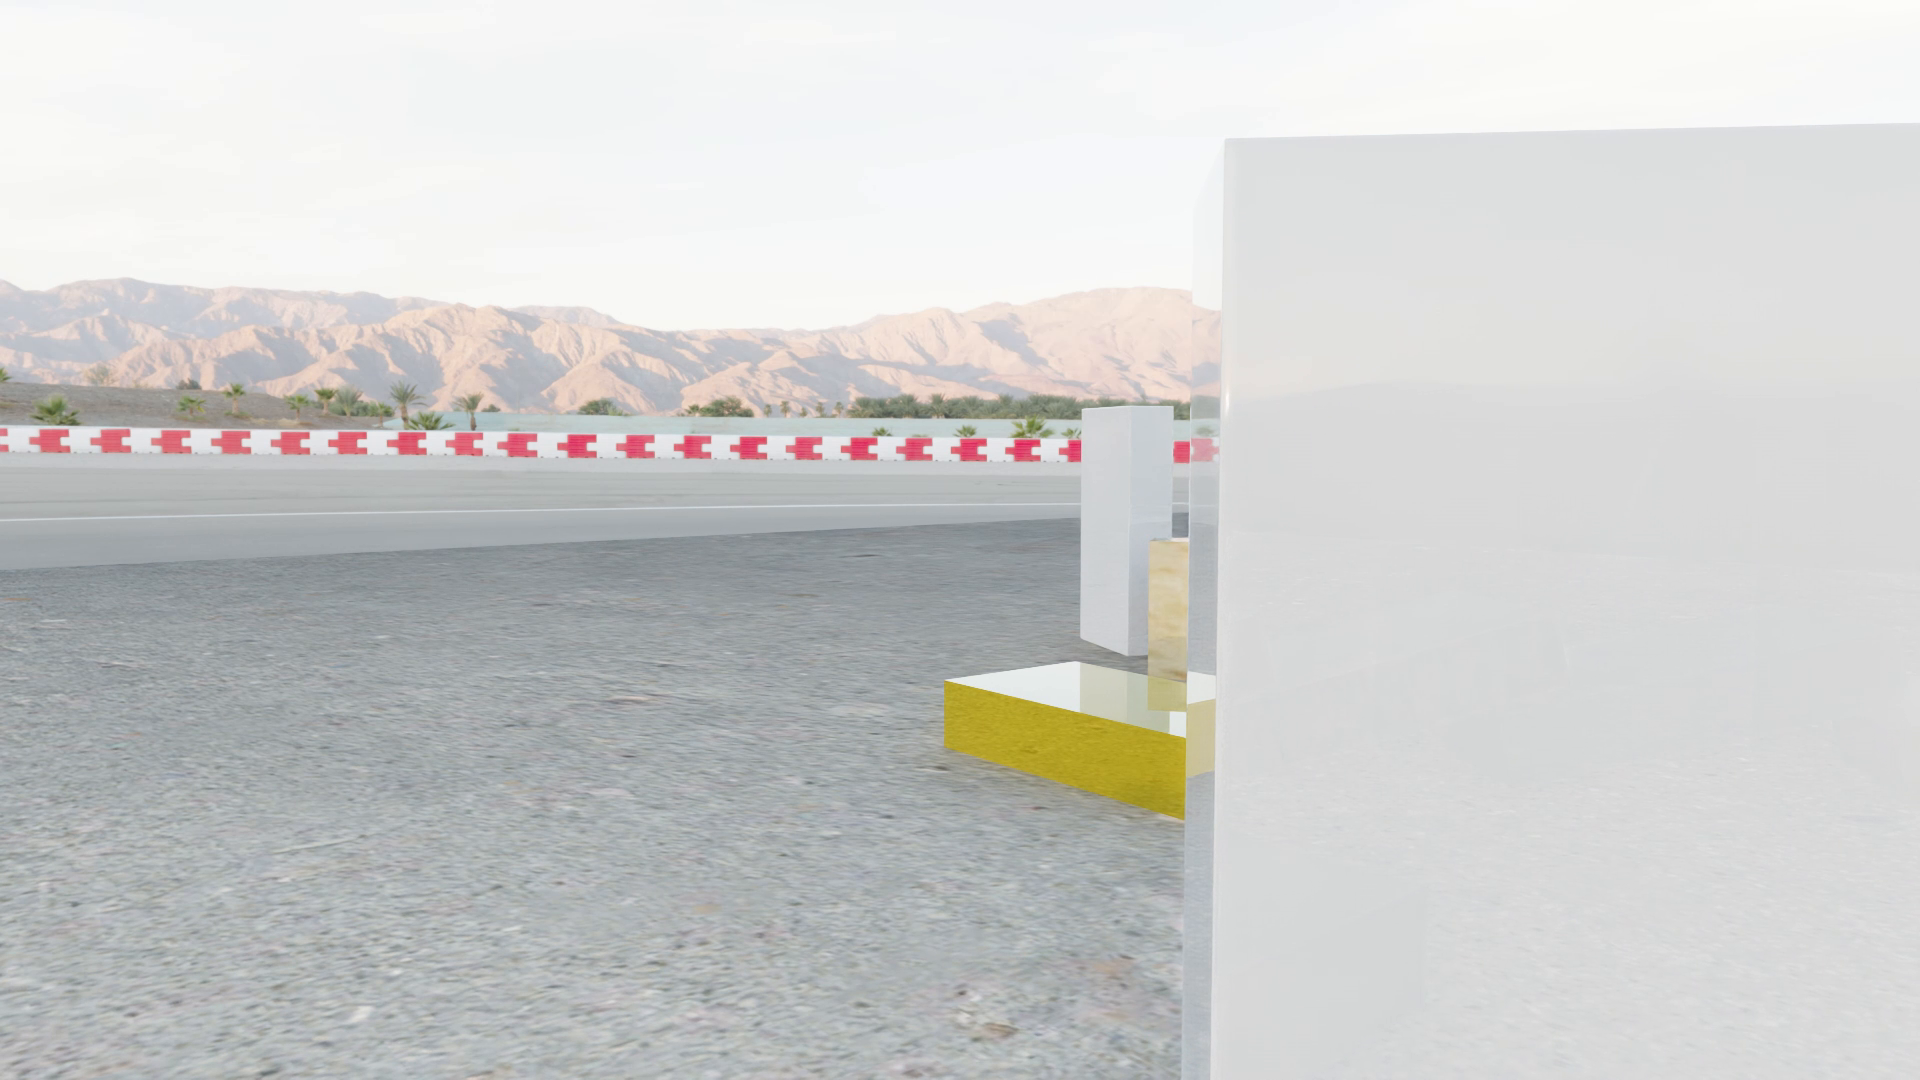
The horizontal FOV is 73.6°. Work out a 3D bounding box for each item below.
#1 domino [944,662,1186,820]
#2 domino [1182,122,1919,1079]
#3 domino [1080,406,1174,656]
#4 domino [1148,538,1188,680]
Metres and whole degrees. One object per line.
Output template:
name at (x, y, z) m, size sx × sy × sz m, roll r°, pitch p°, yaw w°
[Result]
domino at (0.023, 0.025, 0.168) m, size 0.025 × 0.009 × 0.050 m, roll -3°, pitch 5°, yaw -38°
domino at (0.019, 0.015, 0.037) m, size 0.025 × 0.050 × 0.009 m, roll 0°, pitch 4°, yaw 6°
domino at (0.034, -0.003, 0.269) m, size 0.009 × 0.050 × 0.025 m, roll -1°, pitch 4°, yaw -17°
domino at (0.060, 0.013, 0.230) m, size 0.050 × 0.025 × 0.009 m, roll 1°, pitch 4°, yaw 15°
